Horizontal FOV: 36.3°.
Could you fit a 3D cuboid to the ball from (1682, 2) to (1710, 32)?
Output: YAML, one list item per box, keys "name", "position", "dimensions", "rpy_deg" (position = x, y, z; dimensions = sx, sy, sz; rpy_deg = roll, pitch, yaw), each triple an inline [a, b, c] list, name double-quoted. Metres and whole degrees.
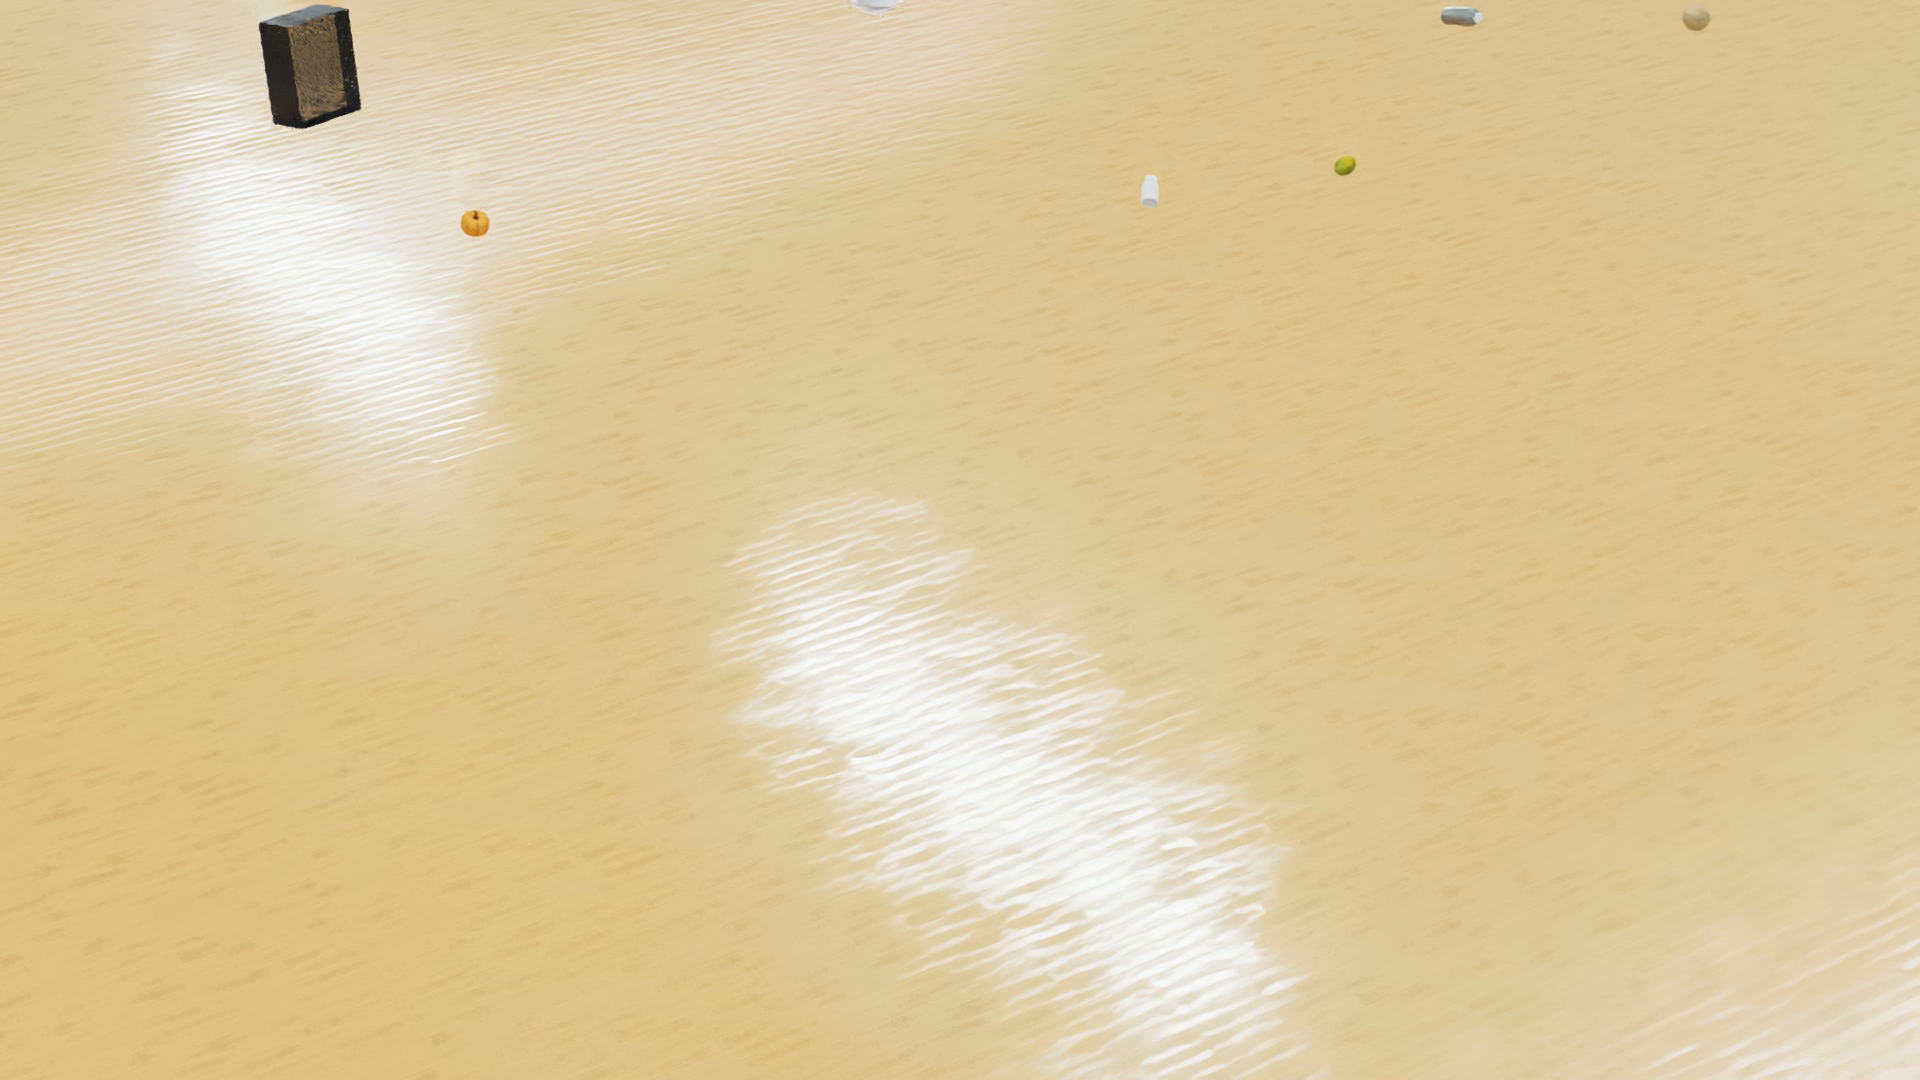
- name: "ball"
  position: [2.330, -1.654, 9.277]
  dimensions: [0.089, 0.089, 0.089]
  rpy_deg: [0, 33, 0]

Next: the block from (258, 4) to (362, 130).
- name: "block"
  position: [-2.239, -1.633, 10.109]
  dimensions: [0.150, 0.357, 0.275]
  rpy_deg: [14, 30, 33]

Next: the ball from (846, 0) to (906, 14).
- name: "ball"
  position: [-0.229, -1.547, 8.021]
  dimensions: [0.217, 0.217, 0.217]
  rpy_deg: [0, 33, 0]
